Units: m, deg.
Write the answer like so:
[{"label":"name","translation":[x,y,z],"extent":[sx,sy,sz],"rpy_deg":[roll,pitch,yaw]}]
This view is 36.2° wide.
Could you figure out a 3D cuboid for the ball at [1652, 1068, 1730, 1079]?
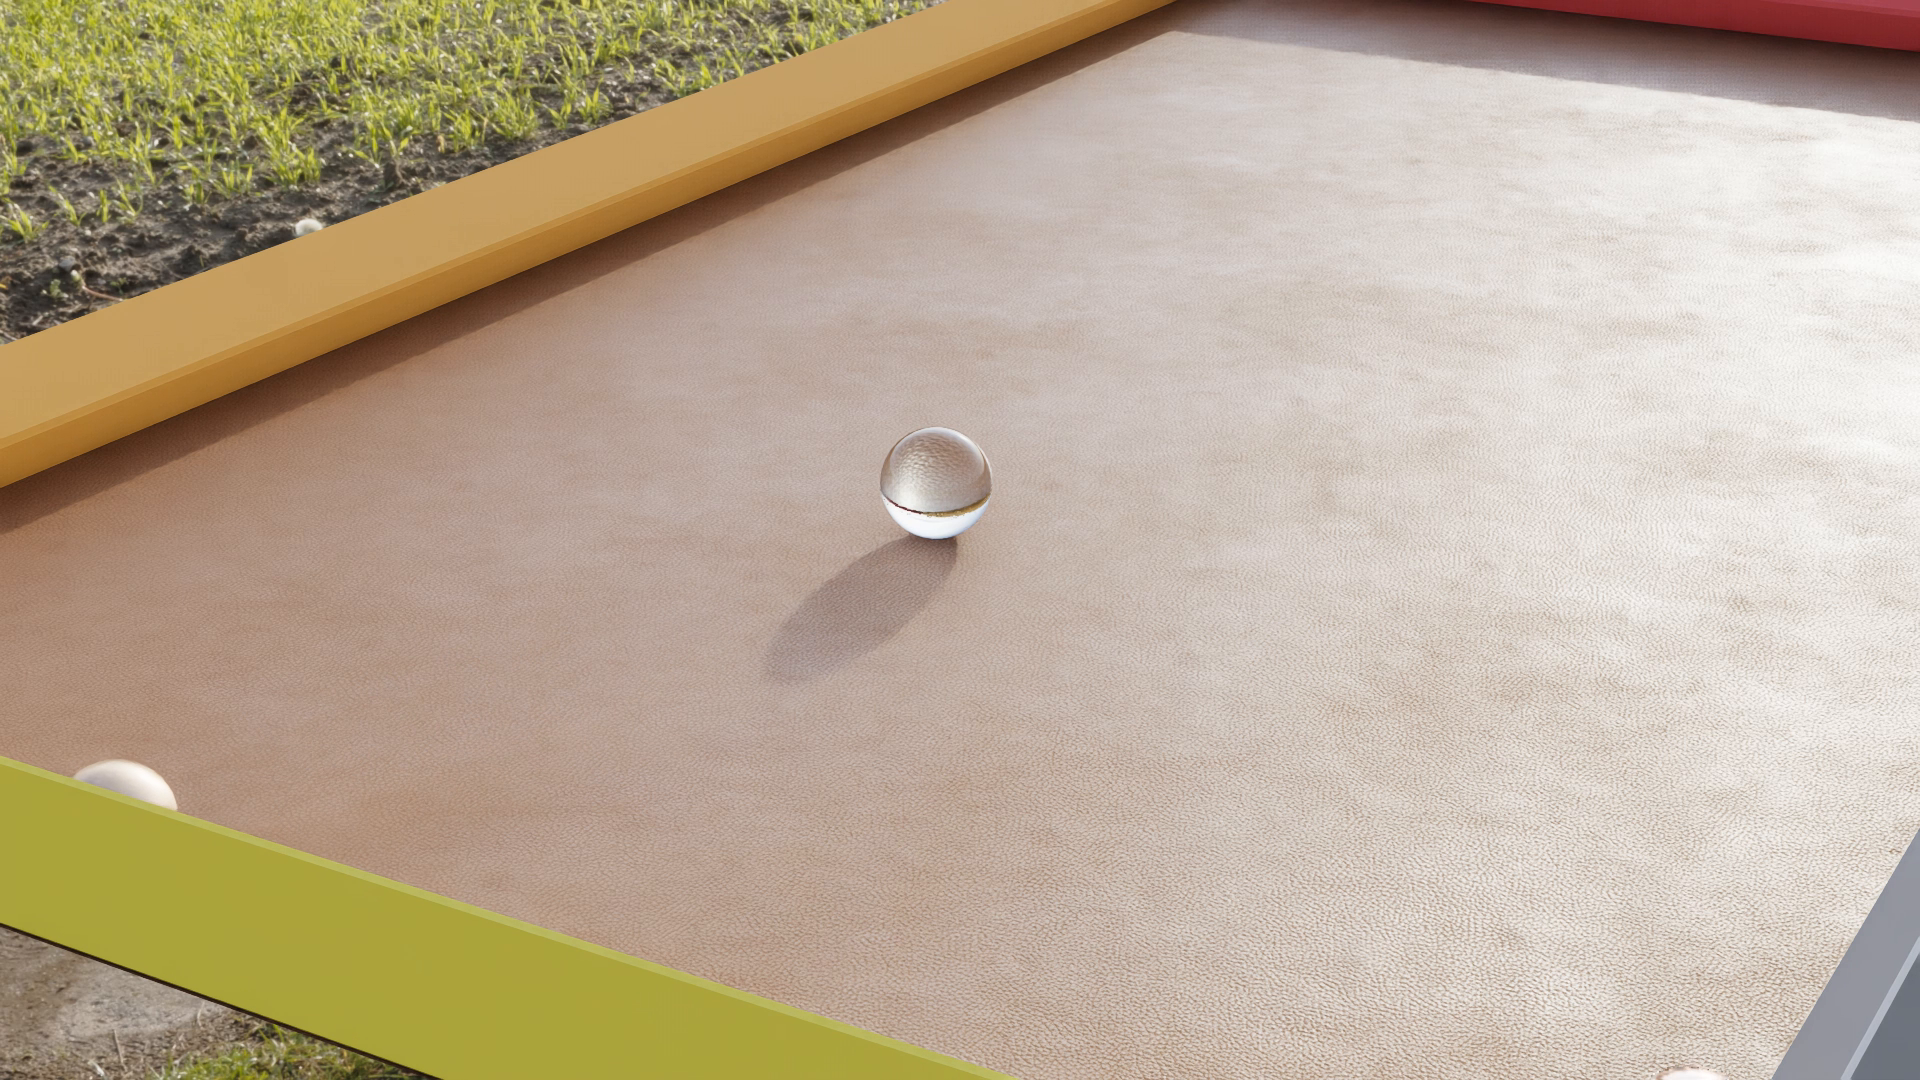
[{"label":"ball","translation":[0.340,0.277,1.363],"extent":[0.064,0.064,0.064],"rpy_deg":[0,22,0]}]

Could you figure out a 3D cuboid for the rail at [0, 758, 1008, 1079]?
[{"label":"rail","translation":[-0.321,0.196,1.501],"extent":[1.445,0.105,0.045],"rpy_deg":[13,26,28]}]

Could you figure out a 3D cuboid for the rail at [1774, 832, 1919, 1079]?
[{"label":"rail","translation":[0.937,-0.100,2.215],"extent":[0.045,0.105,2.649],"rpy_deg":[13,26,28]}]

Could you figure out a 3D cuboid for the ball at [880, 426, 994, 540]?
[{"label":"ball","translation":[-0.017,-0.041,2.108],"extent":[0.081,0.081,0.081],"rpy_deg":[0,22,0]}]

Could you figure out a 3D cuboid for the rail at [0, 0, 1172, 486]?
[{"label":"rail","translation":[-0.272,-0.368,2.865],"extent":[0.045,0.105,2.649],"rpy_deg":[13,26,28]}]

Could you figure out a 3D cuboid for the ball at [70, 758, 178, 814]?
[{"label":"ball","translation":[-0.473,0.157,1.646],"extent":[0.069,0.069,0.069],"rpy_deg":[0,22,0]}]

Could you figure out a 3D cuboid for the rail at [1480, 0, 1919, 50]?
[{"label":"rail","translation":[0.987,-0.664,3.579],"extent":[1.445,0.105,0.045],"rpy_deg":[13,26,28]}]
